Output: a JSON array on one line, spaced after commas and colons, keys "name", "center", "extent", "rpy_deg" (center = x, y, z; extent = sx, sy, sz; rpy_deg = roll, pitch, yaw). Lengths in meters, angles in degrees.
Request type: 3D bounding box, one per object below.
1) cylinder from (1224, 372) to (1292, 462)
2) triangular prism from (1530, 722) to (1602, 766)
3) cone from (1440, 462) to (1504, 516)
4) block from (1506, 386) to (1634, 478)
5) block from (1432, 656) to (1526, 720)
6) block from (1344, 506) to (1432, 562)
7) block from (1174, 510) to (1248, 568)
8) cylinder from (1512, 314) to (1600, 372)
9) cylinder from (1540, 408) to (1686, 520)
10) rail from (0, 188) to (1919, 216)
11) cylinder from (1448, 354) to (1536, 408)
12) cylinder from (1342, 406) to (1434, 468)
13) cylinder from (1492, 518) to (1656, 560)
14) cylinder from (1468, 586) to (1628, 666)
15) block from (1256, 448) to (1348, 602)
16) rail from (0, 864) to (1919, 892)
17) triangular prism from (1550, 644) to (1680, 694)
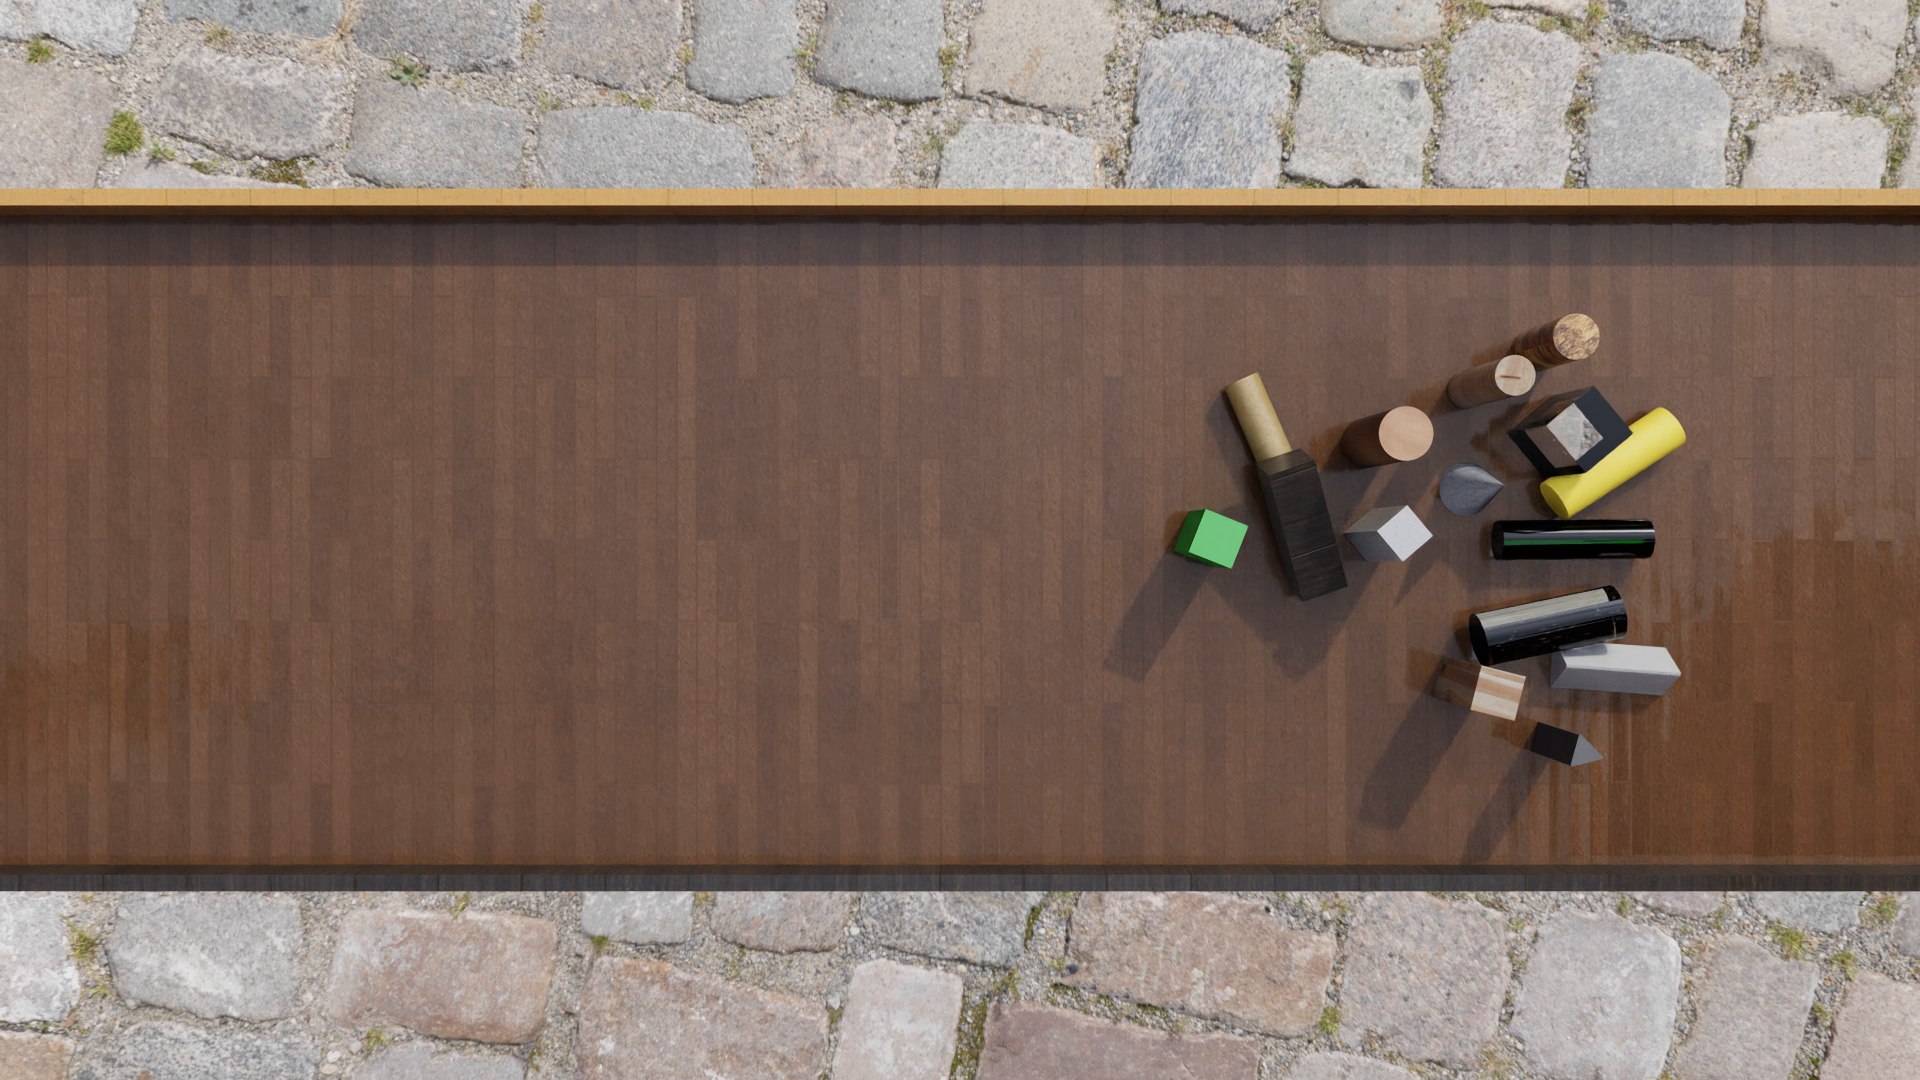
[{"name": "cylinder", "center": [0.917, -0.347, 5.020], "extent": [0.113, 0.113, 0.307], "rpy_deg": [-24, 90, 0]}, {"name": "triangular prism", "center": [1.792, 0.598, 4.908], "extent": [0.094, 0.338, 0.082], "rpy_deg": [-14, 90, 0]}, {"name": "cone", "center": [1.558, -0.157, 4.896], "extent": [0.164, 0.361, 0.164], "rpy_deg": [0, 90, 0]}, {"name": "block", "center": [1.808, -0.317, 4.905], "extent": [0.178, 0.343, 0.178], "rpy_deg": [-40, 90, 0]}, {"name": "block", "center": [1.534, 0.437, 4.890], "extent": [0.130, 0.374, 0.130], "rpy_deg": [14, 90, 0]}, {"name": "block", "center": [1.265, -0.017, 4.893], "extent": [0.114, 0.362, 0.114], "rpy_deg": [-40, 91, -2]}, {"name": "block", "center": [0.742, -0.003, 4.904], "extent": [0.132, 0.345, 0.132], "rpy_deg": [22, 90, 0]}, {"name": "cylinder", "center": [1.764, -0.582, 4.899], "extent": [0.132, 0.356, 0.132], "rpy_deg": [0, 90, 0]}, {"name": "cylinder", "center": [1.981, -0.232, 5.010], "extent": [0.421, 0.134, 0.134], "rpy_deg": [-33, 90, 0]}, {"name": "rail", "center": [-2.247, -1.025, 5.002], "extent": [12.000, 0.150, 0.050], "rpy_deg": [0, 90, 0]}, {"name": "cylinder", "center": [1.557, -0.462, 4.851], "extent": [0.114, 0.450, 0.114], "rpy_deg": [0, 90, 0]}, {"name": "cylinder", "center": [1.252, -0.299, 4.852], "extent": [0.153, 0.449, 0.153], "rpy_deg": [0, 90, 0]}, {"name": "cylinder", "center": [1.862, -0.001, 5.016], "extent": [0.454, 0.121, 0.121], "rpy_deg": [-1, 90, 0]}, {"name": "cylinder", "center": [1.778, 0.260, 4.995], "extent": [0.422, 0.164, 0.164], "rpy_deg": [-12, 90, 0]}, {"name": "block", "center": [1.023, -0.045, 4.944], "extent": [0.143, 0.143, 0.415], "rpy_deg": [-19, 108, 0]}, {"name": "rail", "center": [-2.247, 1.025, 5.001], "extent": [12.000, 0.150, 0.050], "rpy_deg": [0, 90, 0]}, {"name": "triangular prism", "center": [1.992, 0.391, 5.011], "extent": [0.343, 0.124, 0.144], "rpy_deg": [4, 90, 0]}]
